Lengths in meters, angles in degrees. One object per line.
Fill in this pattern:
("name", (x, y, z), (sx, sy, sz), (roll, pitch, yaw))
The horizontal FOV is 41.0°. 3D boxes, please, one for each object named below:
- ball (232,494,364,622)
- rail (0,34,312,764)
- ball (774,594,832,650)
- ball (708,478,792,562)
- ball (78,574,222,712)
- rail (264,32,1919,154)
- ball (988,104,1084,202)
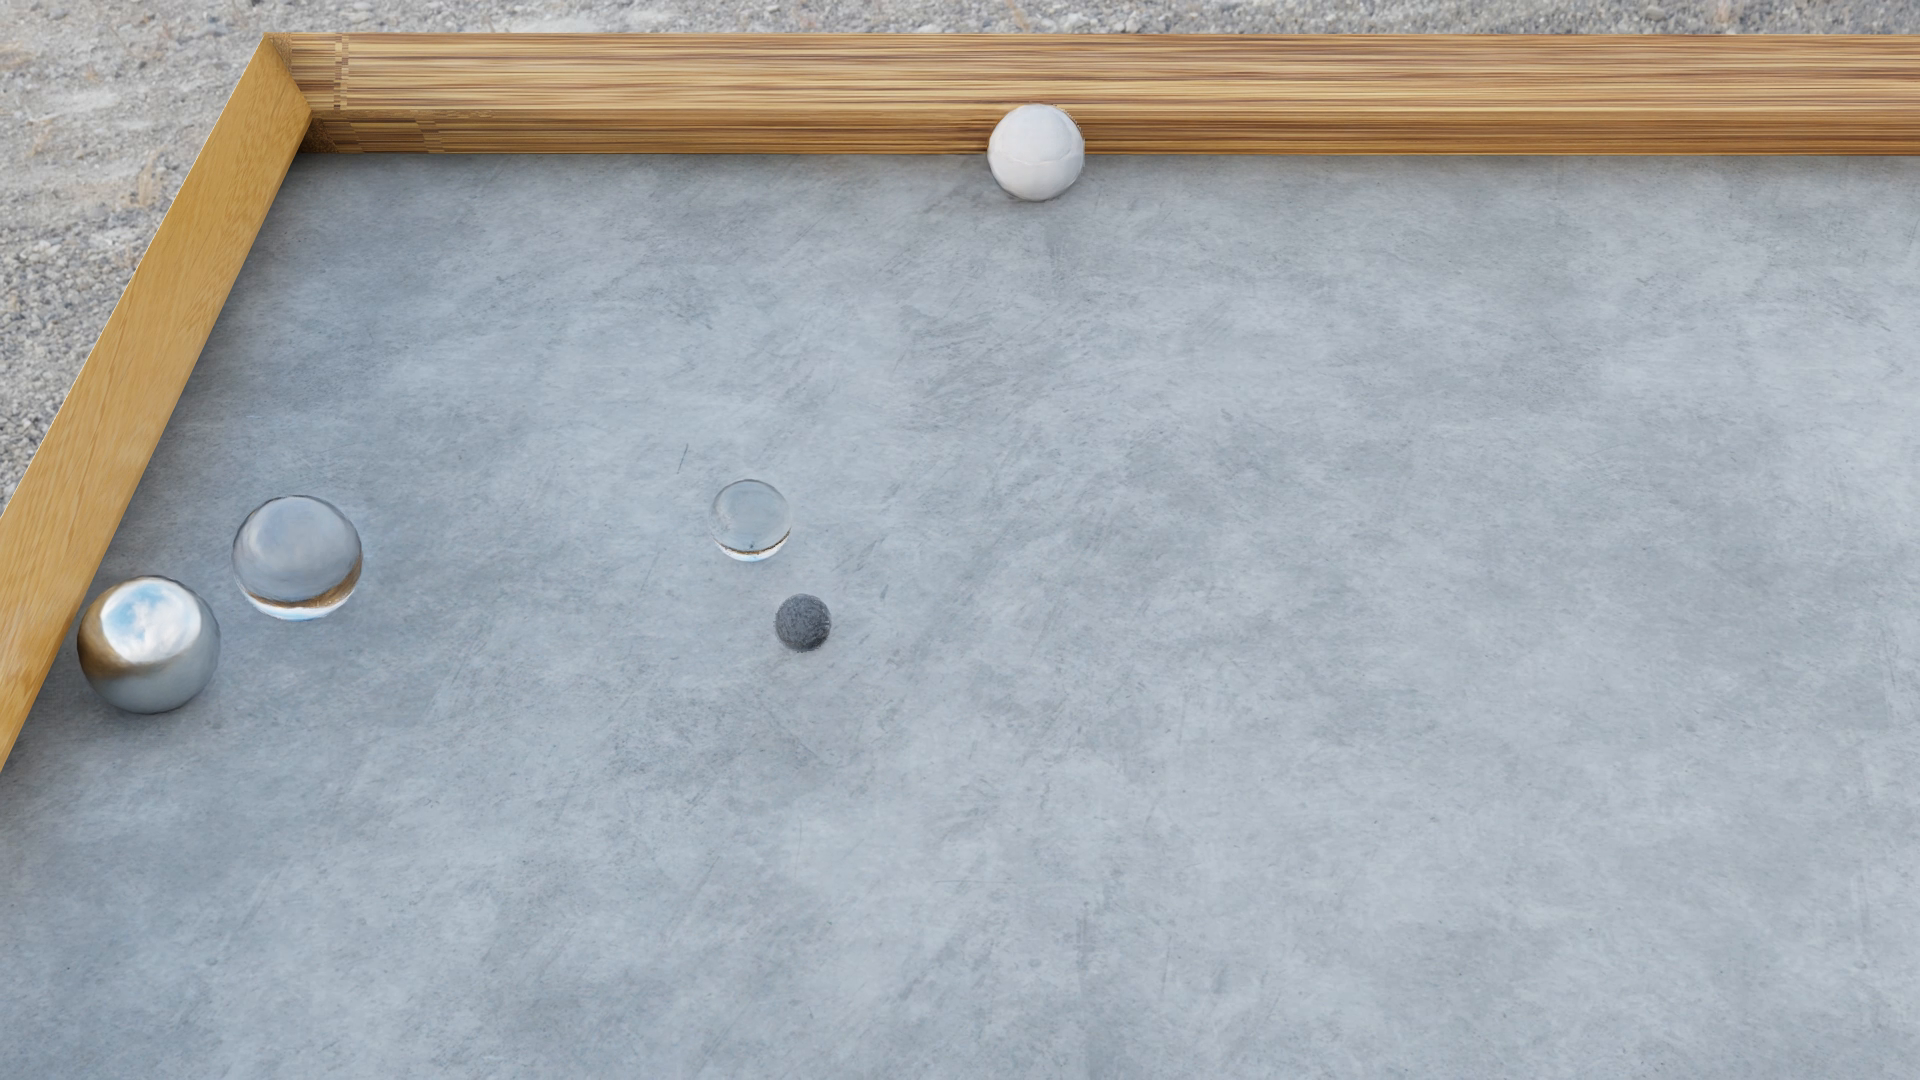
("ball", (-0.471, 0.013, 1.825), (0.091, 0.091, 0.091), (0, 35, 0))
("rail", (-0.625, -0.021, 1.845), (0.045, 0.122, 1.397), (0, 35, 0))
("ball", (-0.110, 0.058, 1.805), (0.040, 0.040, 0.040), (0, 35, 0))
("ball", (-0.155, -0.014, 1.890), (0.061, 0.061, 0.061), (0, 35, 0))
("ball", (-0.550, 0.070, 1.741), (0.094, 0.094, 0.094), (0, 35, 0))
("rail", (0.651, -0.406, 2.394), (2.594, 0.122, 0.045), (0, 35, 0))
("ball", (0.070, -0.355, 2.354), (0.088, 0.088, 0.088), (0, 35, 0))
